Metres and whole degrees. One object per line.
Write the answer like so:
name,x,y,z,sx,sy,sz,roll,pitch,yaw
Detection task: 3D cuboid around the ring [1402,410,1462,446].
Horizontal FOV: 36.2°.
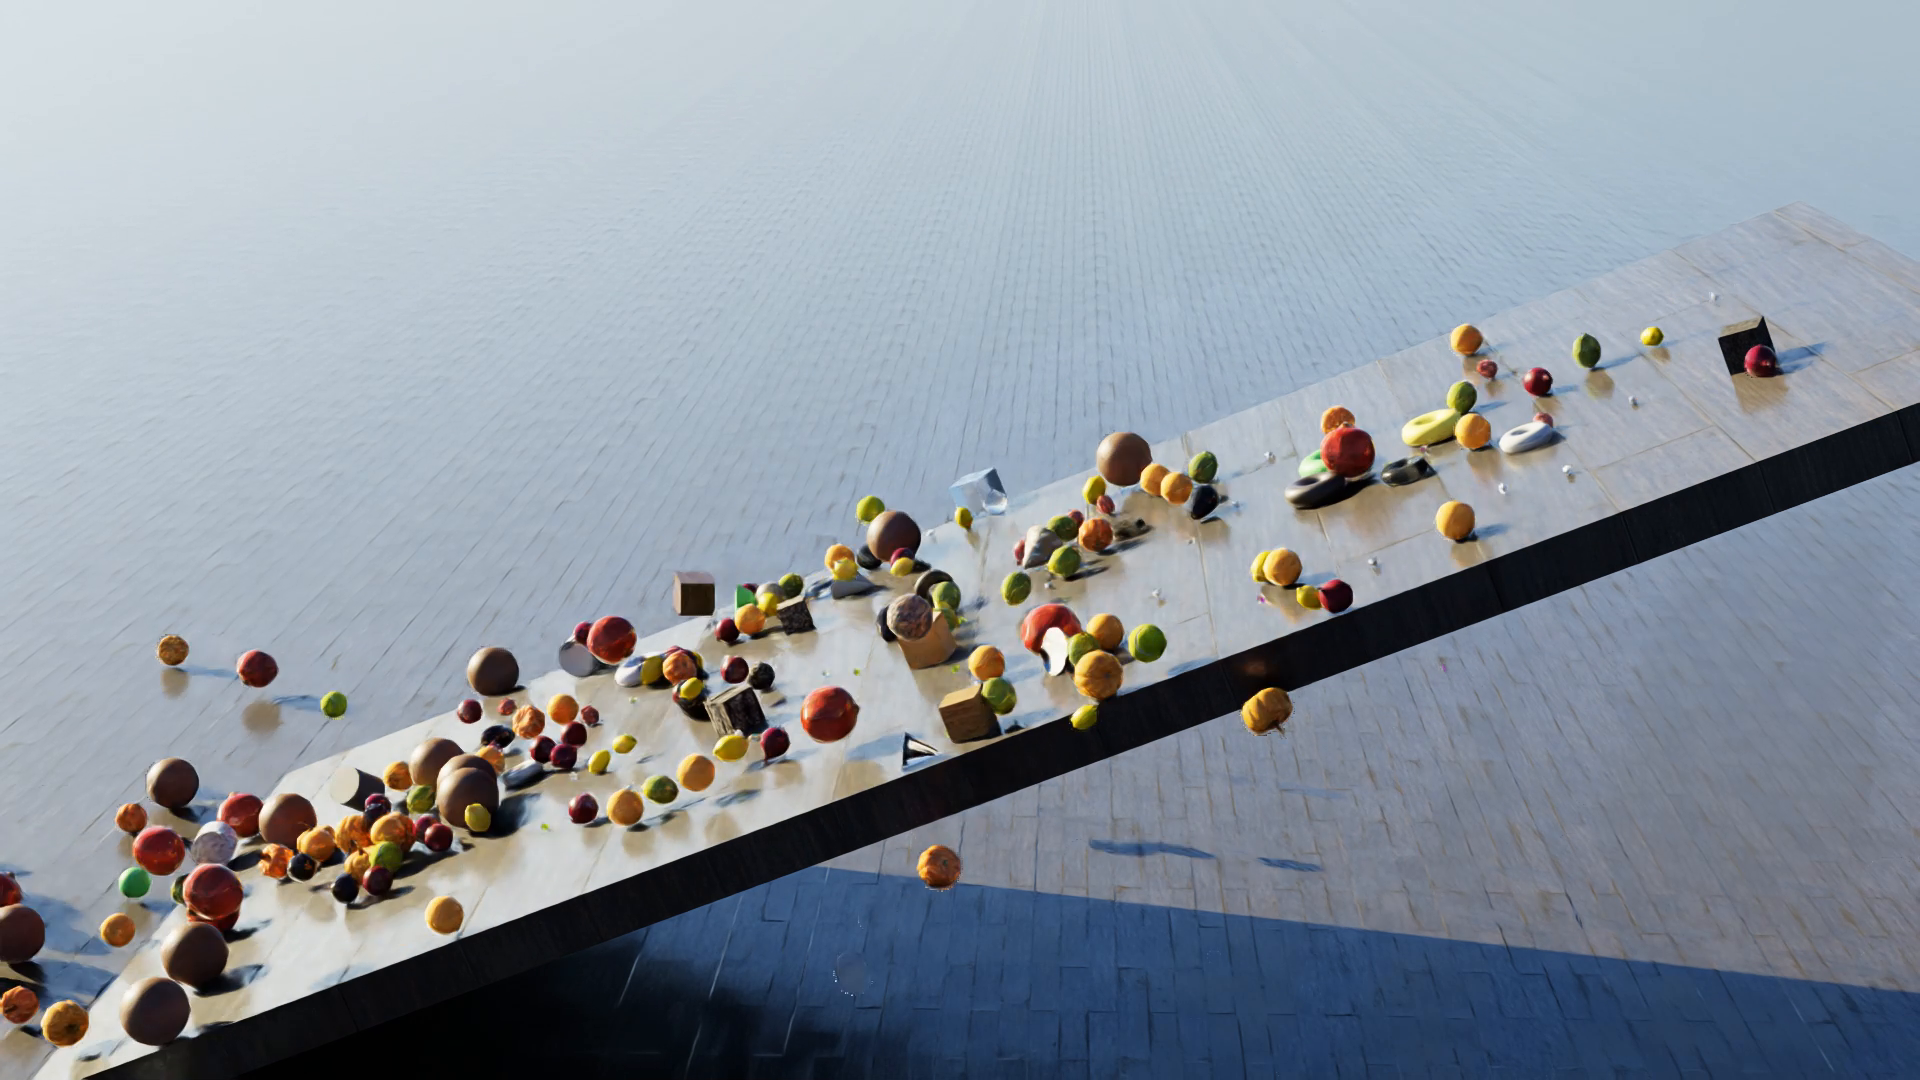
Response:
ring,0.993,-0.236,6.185,0.131,0.044,0.131,-20,13,5

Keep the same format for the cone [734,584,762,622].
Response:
cone,-0.495,0.156,7.133,0.097,0.097,0.097,4,13,-7

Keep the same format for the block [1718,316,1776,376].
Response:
block,1.539,-0.381,5.752,0.079,0.079,0.079,-16,14,29

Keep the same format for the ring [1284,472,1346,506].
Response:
ring,0.733,-0.105,6.070,0.132,0.044,0.132,-18,12,4

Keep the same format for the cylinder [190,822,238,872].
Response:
cylinder,-1.717,0.705,6.774,0.094,0.094,0.094,-2,10,-6

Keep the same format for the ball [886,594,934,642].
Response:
ball,-0.100,0.155,5.893,0.094,0.094,0.094,0,14,0

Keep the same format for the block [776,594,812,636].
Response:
block,-0.383,0.174,6.804,0.064,0.064,0.064,-22,12,1

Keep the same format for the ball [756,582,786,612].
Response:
ball,-0.456,0.136,7.079,0.072,0.072,0.072,0,14,0

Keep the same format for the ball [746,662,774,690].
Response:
ball,-0.432,0.295,6.364,0.061,0.061,0.061,0,14,0

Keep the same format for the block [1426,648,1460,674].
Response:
block,1.434,0.379,8.733,0.091,0.091,0.091,-1,15,1

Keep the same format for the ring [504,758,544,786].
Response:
ring,-0.954,0.509,6.424,0.096,0.032,0.096,-25,9,4

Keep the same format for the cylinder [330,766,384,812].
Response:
cylinder,-1.371,0.568,6.688,0.087,0.087,0.087,10,-13,35

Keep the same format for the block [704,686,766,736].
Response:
block,-0.469,0.356,6.118,0.079,0.079,0.079,-30,14,-32

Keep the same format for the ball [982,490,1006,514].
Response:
ball,0.085,-0.092,7.144,0.058,0.058,0.058,0,14,0

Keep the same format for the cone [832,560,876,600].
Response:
cone,-0.243,0.101,6.921,0.097,0.097,0.097,7,15,8

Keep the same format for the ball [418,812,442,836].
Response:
ball,-1.131,0.607,6.271,0.051,0.051,0.051,0,14,0

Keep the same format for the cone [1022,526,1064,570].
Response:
cone,0.160,0.037,6.357,0.096,0.096,0.096,10,42,35

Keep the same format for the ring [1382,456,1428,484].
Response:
ring,0.900,-0.141,5.957,0.098,0.033,0.098,-20,13,5

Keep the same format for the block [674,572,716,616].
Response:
block,-0.655,0.132,7.249,0.085,0.085,0.085,-1,20,-17

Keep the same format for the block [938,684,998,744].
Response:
block,0.014,0.320,5.419,0.074,0.074,0.074,-18,12,17

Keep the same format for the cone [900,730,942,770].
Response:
cone,-0.069,0.387,5.374,0.072,0.072,0.072,5,14,-2

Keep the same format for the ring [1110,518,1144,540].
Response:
ring,0.365,-0.025,6.421,0.081,0.027,0.081,-20,13,5

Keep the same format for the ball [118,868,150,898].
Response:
ball,-1.926,0.800,6.863,0.072,0.072,0.072,0,14,0

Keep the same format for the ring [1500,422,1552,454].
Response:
ring,1.121,-0.202,5.825,0.106,0.035,0.106,-20,13,5

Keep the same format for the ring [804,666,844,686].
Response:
ring,-0.286,0.291,6.265,0.095,0.032,0.095,-2,15,0

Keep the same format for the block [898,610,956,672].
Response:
block,-0.069,0.207,6.046,0.083,0.083,0.083,-18,13,19

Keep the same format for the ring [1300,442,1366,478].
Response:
ring,0.790,-0.165,6.223,0.147,0.049,0.147,-20,12,5

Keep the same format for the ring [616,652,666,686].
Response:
ring,-0.752,0.305,6.940,0.130,0.043,0.130,-22,13,5

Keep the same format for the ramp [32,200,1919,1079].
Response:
ramp,0.123,0.174,6.291,4.000,0.100,2.000,-21,12,7
